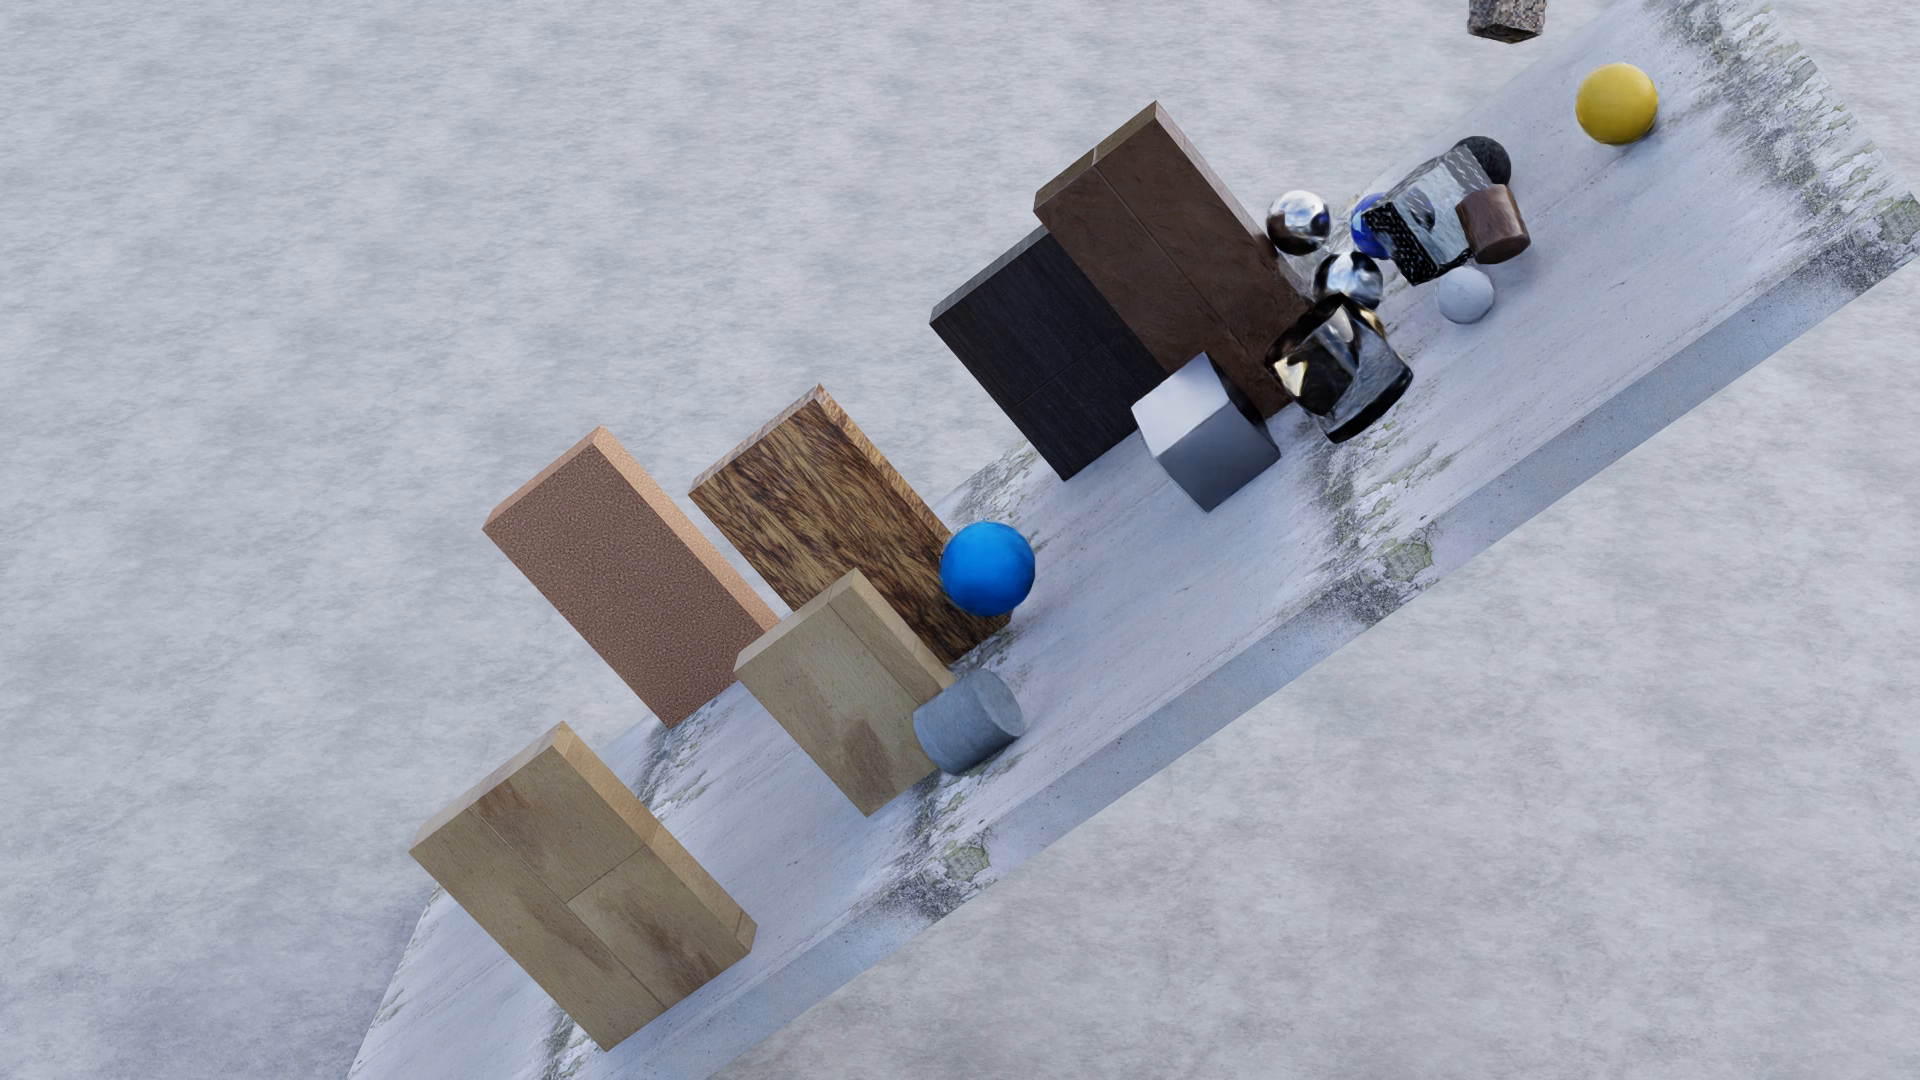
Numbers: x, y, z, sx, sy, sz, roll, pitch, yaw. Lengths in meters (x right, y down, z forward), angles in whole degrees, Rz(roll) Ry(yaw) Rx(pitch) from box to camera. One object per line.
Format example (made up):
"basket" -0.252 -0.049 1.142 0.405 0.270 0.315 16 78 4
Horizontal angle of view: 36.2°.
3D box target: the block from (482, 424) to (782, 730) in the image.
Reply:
"block" -0.802 0.096 7.284 0.372 0.695 0.124 -36 16 18

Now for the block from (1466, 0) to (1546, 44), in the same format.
"block" 1.086 -1.057 5.837 0.109 0.109 0.109 8 -4 -20

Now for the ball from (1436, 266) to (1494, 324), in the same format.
"ball" 0.977 -0.474 5.693 0.113 0.113 0.113 0 24 0

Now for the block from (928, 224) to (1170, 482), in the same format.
"block" 0.246 -0.445 6.651 0.409 0.487 0.110 -36 16 18

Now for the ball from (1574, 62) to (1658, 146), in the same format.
"ball" 1.311 -0.870 5.875 0.164 0.164 0.164 0 24 0

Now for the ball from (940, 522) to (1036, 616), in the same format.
"ball" 0.058 0.059 6.083 0.197 0.197 0.197 0 24 0

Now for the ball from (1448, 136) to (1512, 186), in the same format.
"ball" 1.089 -0.779 6.196 0.143 0.143 0.143 0 24 0

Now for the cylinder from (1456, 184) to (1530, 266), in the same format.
"cylinder" 1.038 -0.613 5.729 0.113 0.113 0.113 -10 68 -21

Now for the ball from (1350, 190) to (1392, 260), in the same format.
"ball" 0.870 -0.645 6.028 0.140 0.140 0.140 0 24 0

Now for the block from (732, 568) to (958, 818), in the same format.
"block" -0.196 0.304 5.824 0.307 0.408 0.090 -36 16 18

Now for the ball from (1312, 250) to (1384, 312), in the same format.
"ball" 0.798 -0.522 6.056 0.149 0.149 0.149 0 24 0

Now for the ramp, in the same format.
"ramp" 0.119 0.186 6.343 4.000 0.100 2.000 -36 16 18

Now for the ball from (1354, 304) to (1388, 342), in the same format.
"ball" 0.781 -0.400 5.894 0.148 0.148 0.148 0 24 0

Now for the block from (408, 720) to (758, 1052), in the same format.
"block" -0.736 0.684 5.769 0.386 0.575 0.103 -36 16 18

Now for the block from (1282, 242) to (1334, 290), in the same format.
"block" 0.752 -0.551 6.318 0.152 0.152 0.152 -41 10 13

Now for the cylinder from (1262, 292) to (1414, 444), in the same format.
"cylinder" 0.730 -0.333 5.691 0.207 0.207 0.207 -41 11 10

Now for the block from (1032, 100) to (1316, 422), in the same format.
"block" 0.480 -0.545 6.060 0.315 0.651 0.135 -36 16 18

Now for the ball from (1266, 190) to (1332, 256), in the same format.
"ball" 0.699 -0.655 6.073 0.137 0.137 0.137 0 24 0

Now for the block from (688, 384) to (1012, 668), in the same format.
"block" -0.228 0.021 6.229 0.353 0.641 0.088 -36 16 18

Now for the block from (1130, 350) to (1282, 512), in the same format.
"block" 0.494 -0.217 5.907 0.190 0.190 0.190 -38 35 14

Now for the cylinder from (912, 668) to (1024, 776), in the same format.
"cylinder" 0.017 0.350 5.674 0.153 0.153 0.153 -35 13 23

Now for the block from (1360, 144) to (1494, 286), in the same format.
"block" 0.957 -0.647 5.881 0.182 0.182 0.182 -40 8 -18
